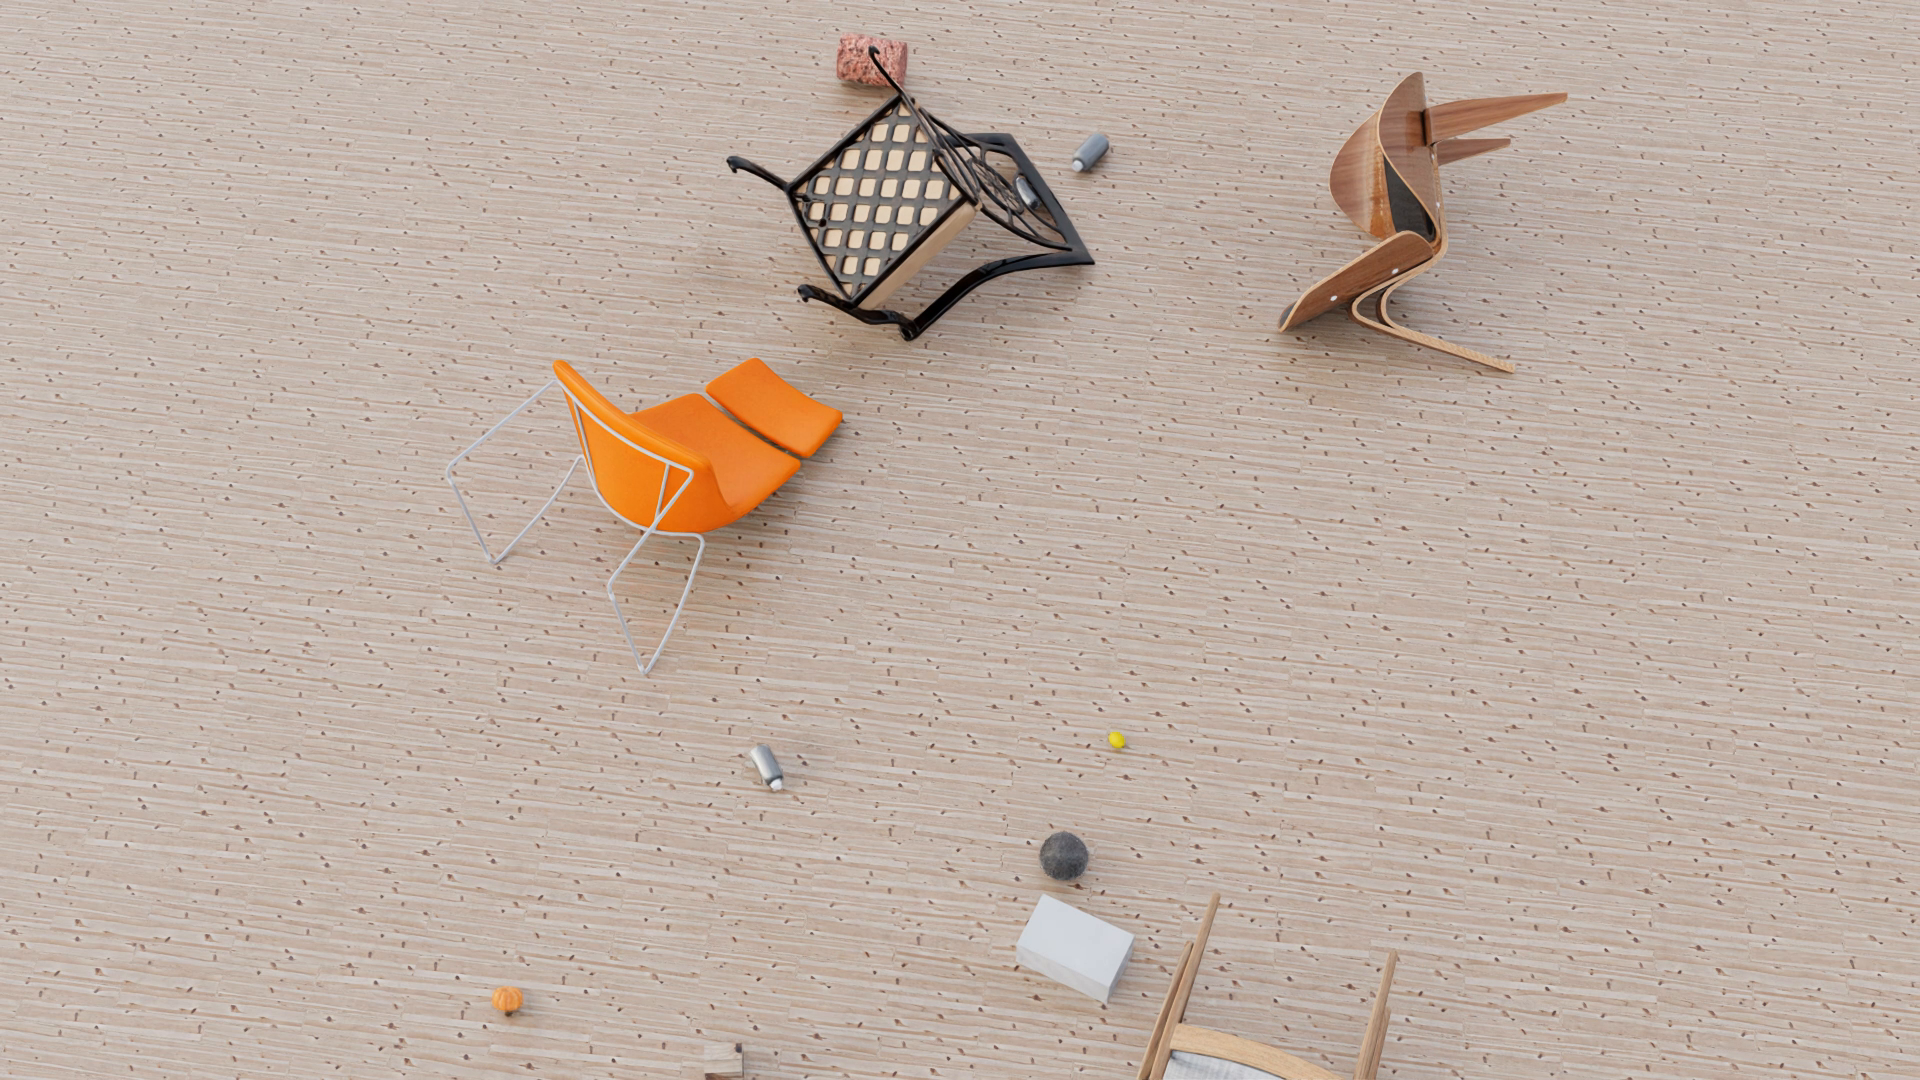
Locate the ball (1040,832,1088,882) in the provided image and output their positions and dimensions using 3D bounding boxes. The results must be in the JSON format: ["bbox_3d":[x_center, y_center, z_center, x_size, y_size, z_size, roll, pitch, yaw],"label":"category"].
[{"bbox_3d":[0.280,0.853,5.923,0.131,0.131,0.131,0,56,0],"label":"ball"}]

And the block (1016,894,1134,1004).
[{"bbox_3d":[0.302,1.075,5.784,0.265,0.114,0.161,23,59,15],"label":"block"}]

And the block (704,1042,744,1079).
[{"bbox_3d":[-0.604,1.339,5.635,0.095,0.066,0.075,-2,56,-2],"label":"block"}]

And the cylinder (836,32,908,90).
[{"bbox_3d":[-0.304,-1.651,7.582,0.218,0.167,0.136,12,50,8],"label":"cylinder"}]
